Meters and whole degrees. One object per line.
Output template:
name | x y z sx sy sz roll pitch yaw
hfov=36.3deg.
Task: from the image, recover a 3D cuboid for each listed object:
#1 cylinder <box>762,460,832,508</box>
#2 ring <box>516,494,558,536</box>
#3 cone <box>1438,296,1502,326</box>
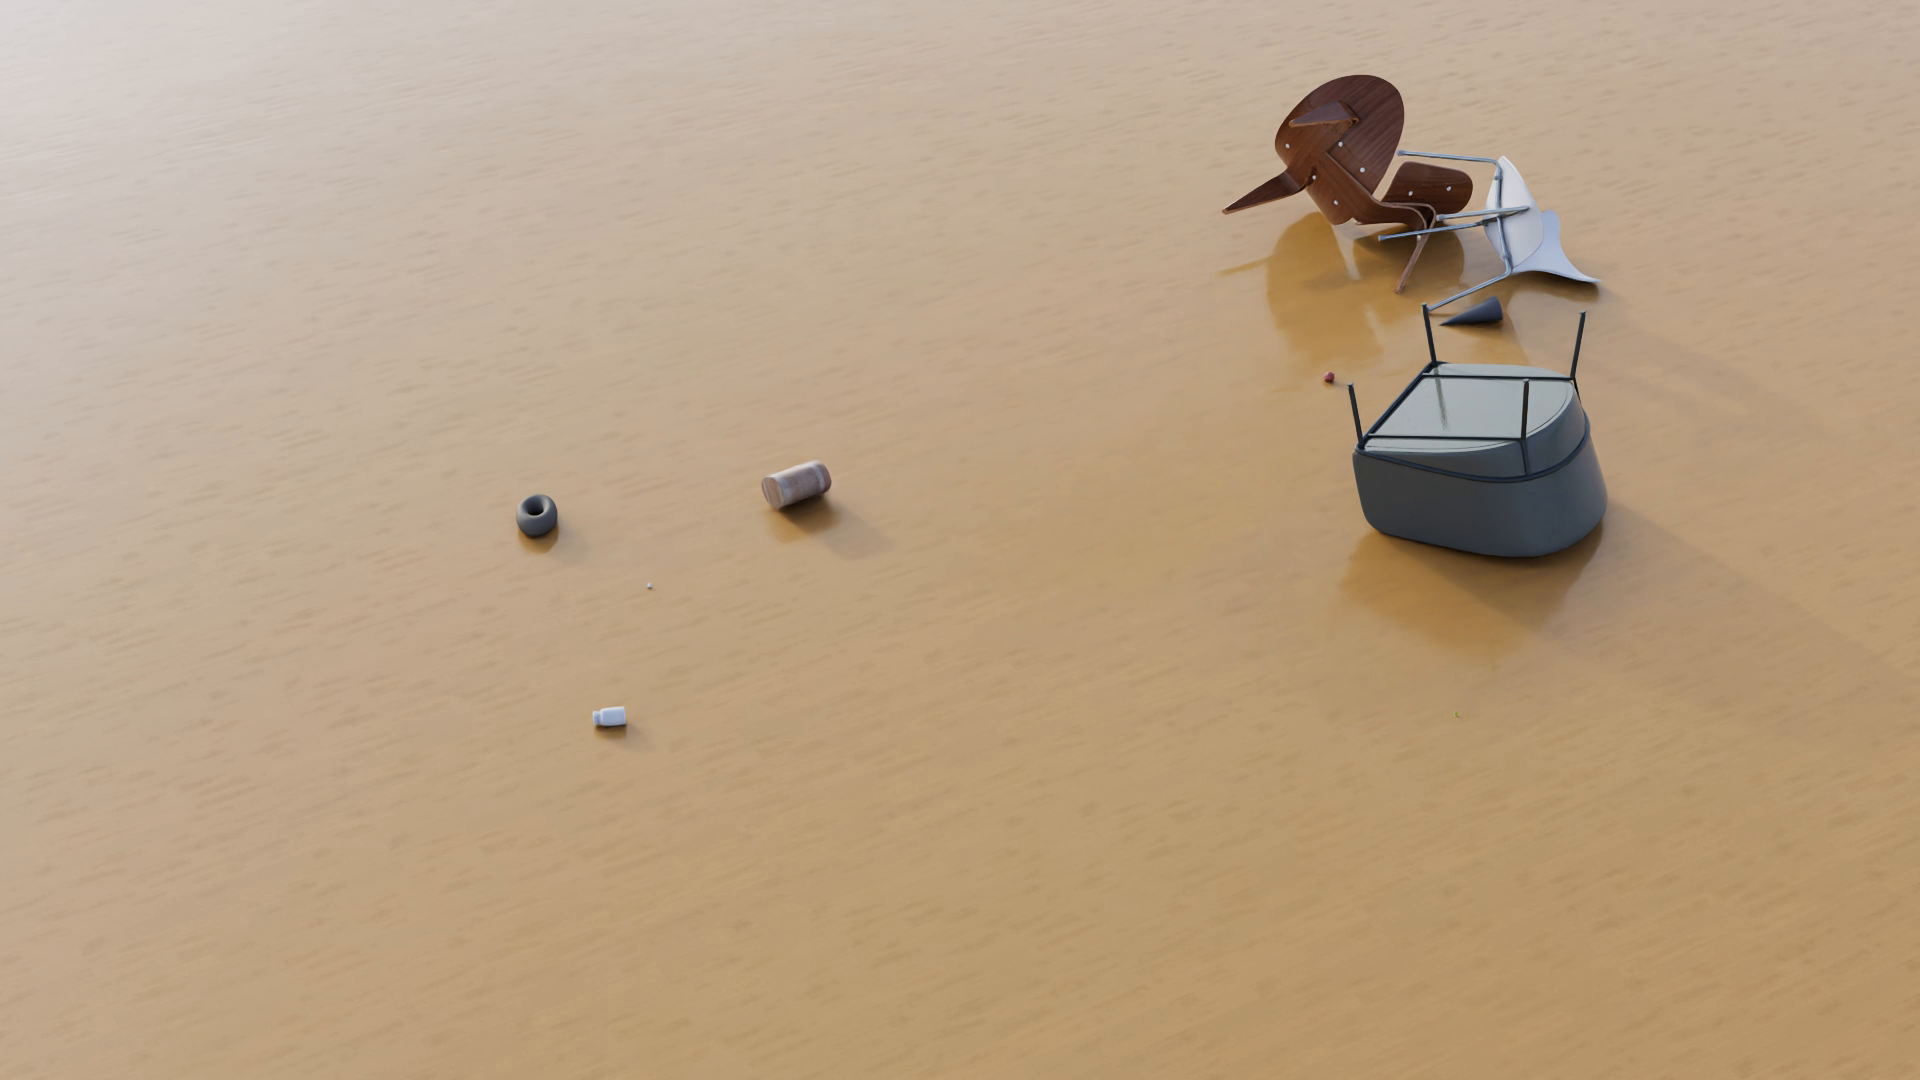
cylinder | -0.621 -0.212 11.141 0.211 0.129 0.168 -21 13 -28
ring | -1.591 -0.094 11.018 0.155 0.077 0.235 -4 32 -4
cone | 2.134 -0.937 12.319 0.264 0.104 0.124 -16 16 -3
